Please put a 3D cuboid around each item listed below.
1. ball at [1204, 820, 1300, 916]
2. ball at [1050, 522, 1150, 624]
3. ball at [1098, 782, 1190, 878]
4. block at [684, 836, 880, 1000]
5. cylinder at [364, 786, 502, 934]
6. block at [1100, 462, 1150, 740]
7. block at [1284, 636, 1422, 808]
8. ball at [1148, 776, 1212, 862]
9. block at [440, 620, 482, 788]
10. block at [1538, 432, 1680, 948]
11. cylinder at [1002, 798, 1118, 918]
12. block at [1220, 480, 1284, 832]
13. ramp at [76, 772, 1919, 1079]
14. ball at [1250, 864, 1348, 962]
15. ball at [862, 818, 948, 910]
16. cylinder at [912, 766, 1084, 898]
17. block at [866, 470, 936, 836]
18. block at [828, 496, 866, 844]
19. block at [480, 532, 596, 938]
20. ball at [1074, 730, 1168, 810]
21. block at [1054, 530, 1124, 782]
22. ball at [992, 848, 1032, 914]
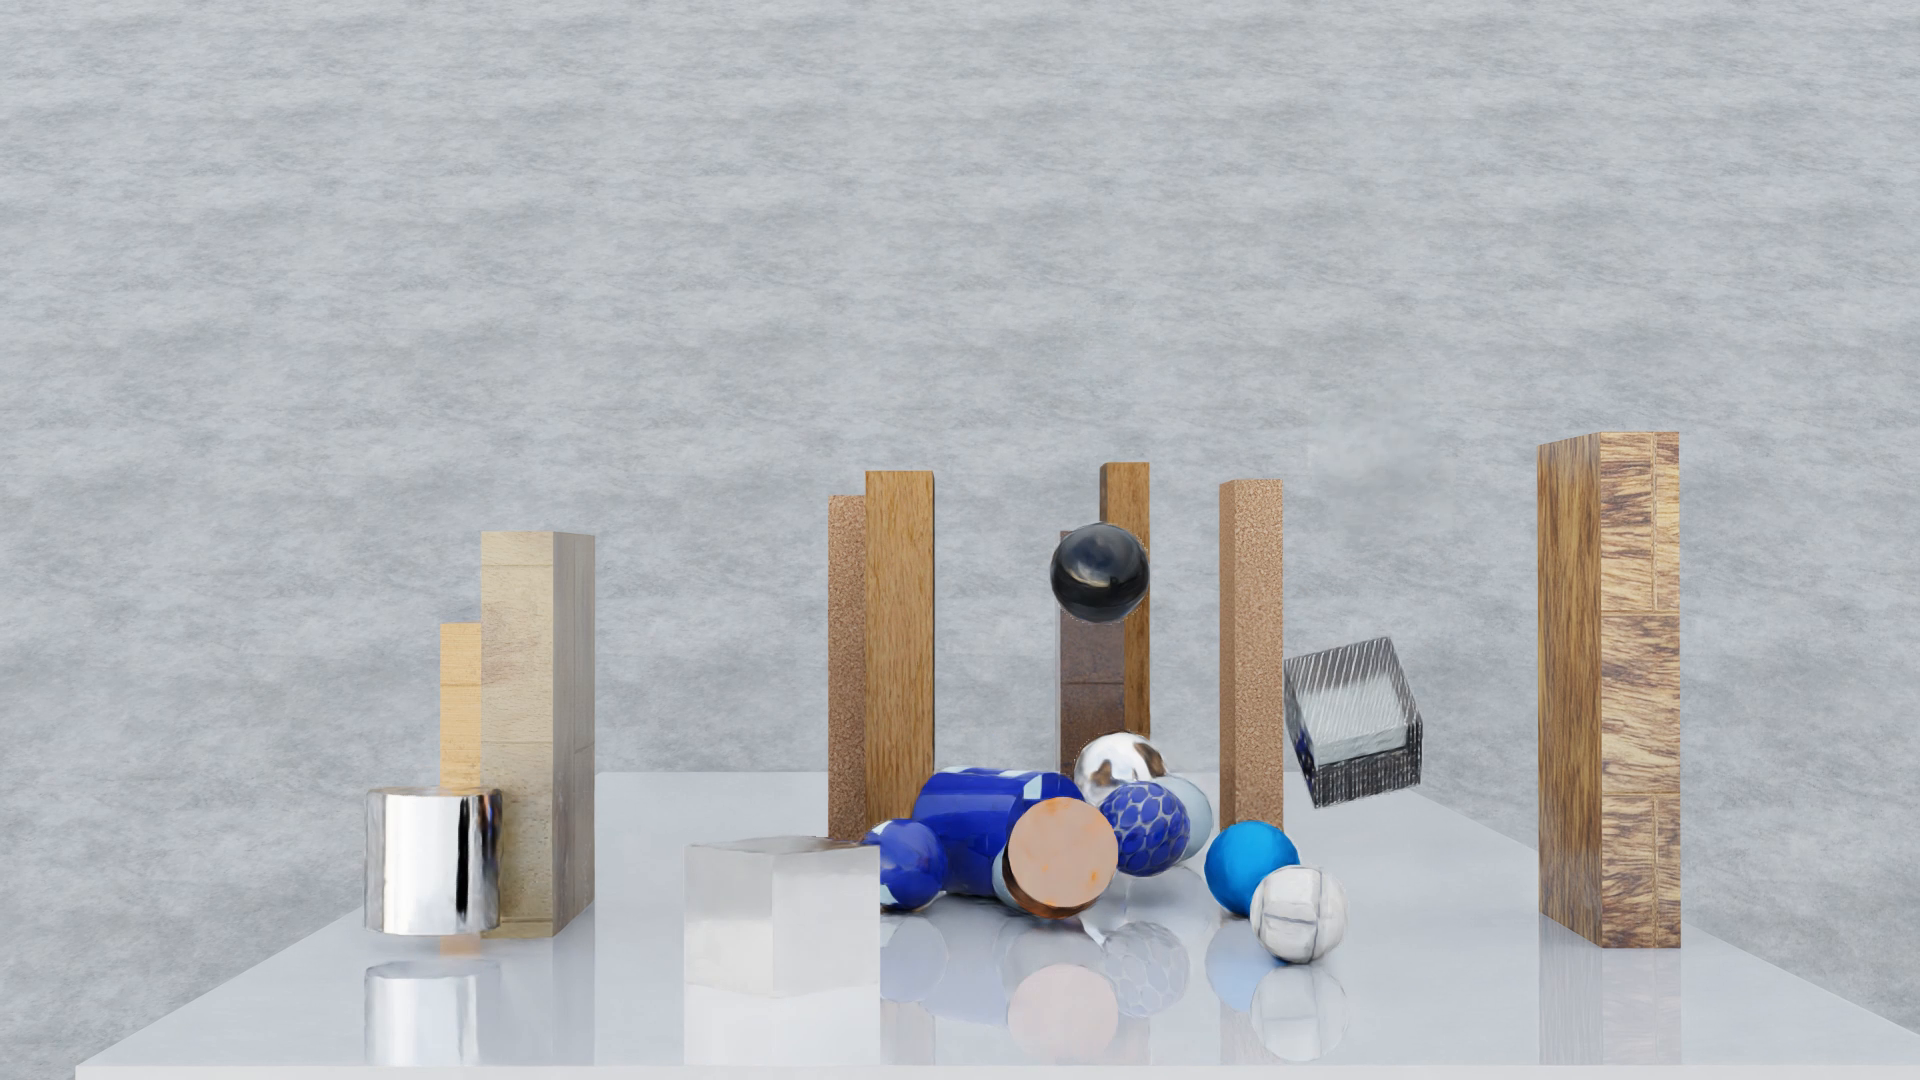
[{"bbox_3d":[0.440,0.494,3.898,0.144,0.144,0.144,0,32,0],"label":"ball"},{"bbox_3d":[0.182,0.043,3.366,0.130,0.130,0.130,0,32,0],"label":"ball"},{"bbox_3d":[0.289,0.458,4.103,0.151,0.151,0.151,0,32,0],"label":"ball"},{"bbox_3d":[-0.224,0.472,3.266,0.174,0.174,0.174,1,-1,-44],"label":"block"},{"bbox_3d":[-0.729,0.440,3.585,0.186,0.186,0.186,1,-1,0],"label":"cylinder"},{"bbox_3d":[0.387,0.208,6.121,0.098,0.771,0.335,0,-1,0],"label":"block"},{"bbox_3d":[0.435,0.202,2.875,0.121,0.121,0.121,-13,50,-2],"label":"block"},{"bbox_3d":[0.372,0.497,4.615,0.155,0.155,0.155,0,32,0],"label":"ball"},{"bbox_3d":[-0.831,0.359,4.573,0.087,0.432,0.424,0,-1,0],"label":"block"},{"bbox_3d":[0.938,0.209,3.766,0.108,0.711,0.392,0,-1,0],"label":"block"},{"bbox_3d":[0.145,0.466,3.790,0.158,0.158,0.158,1,76,-2],"label":"cylinder"},{"bbox_3d":[0.551,0.234,4.922,0.088,0.689,0.287,0,-1,0],"label":"block"},{"bbox_3d":[0.071,0.627,4.718,2.000,0.100,4.000,0,-1,0],"label":"ramp"},{"bbox_3d":[0.450,0.495,3.439,0.130,0.130,0.130,0,32,0],"label":"ball"},{"bbox_3d":[-0.089,0.497,3.969,0.140,0.140,0.140,0,32,0],"label":"ball"},{"bbox_3d":[0.064,0.468,4.128,0.204,0.204,0.204,-1,24,43],"label":"cylinder"},{"bbox_3d":[-0.098,0.232,4.364,0.108,0.681,0.394,0,-1,0],"label":"block"},{"bbox_3d":[-0.177,0.251,4.459,0.083,0.646,0.326,0,-1,0],"label":"block"},{"bbox_3d":[-0.629,0.278,3.888,0.102,0.576,0.424,0,-1,0],"label":"block"},{"bbox_3d":[0.304,0.451,4.901,0.179,0.179,0.179,0,32,0],"label":"ball"},{"bbox_3d":[0.285,0.286,5.734,0.139,0.607,0.303,0,-1,0],"label":"block"},{"bbox_3d":[0.107,0.508,3.934,0.117,0.117,0.117,0,32,0],"label":"ball"}]
